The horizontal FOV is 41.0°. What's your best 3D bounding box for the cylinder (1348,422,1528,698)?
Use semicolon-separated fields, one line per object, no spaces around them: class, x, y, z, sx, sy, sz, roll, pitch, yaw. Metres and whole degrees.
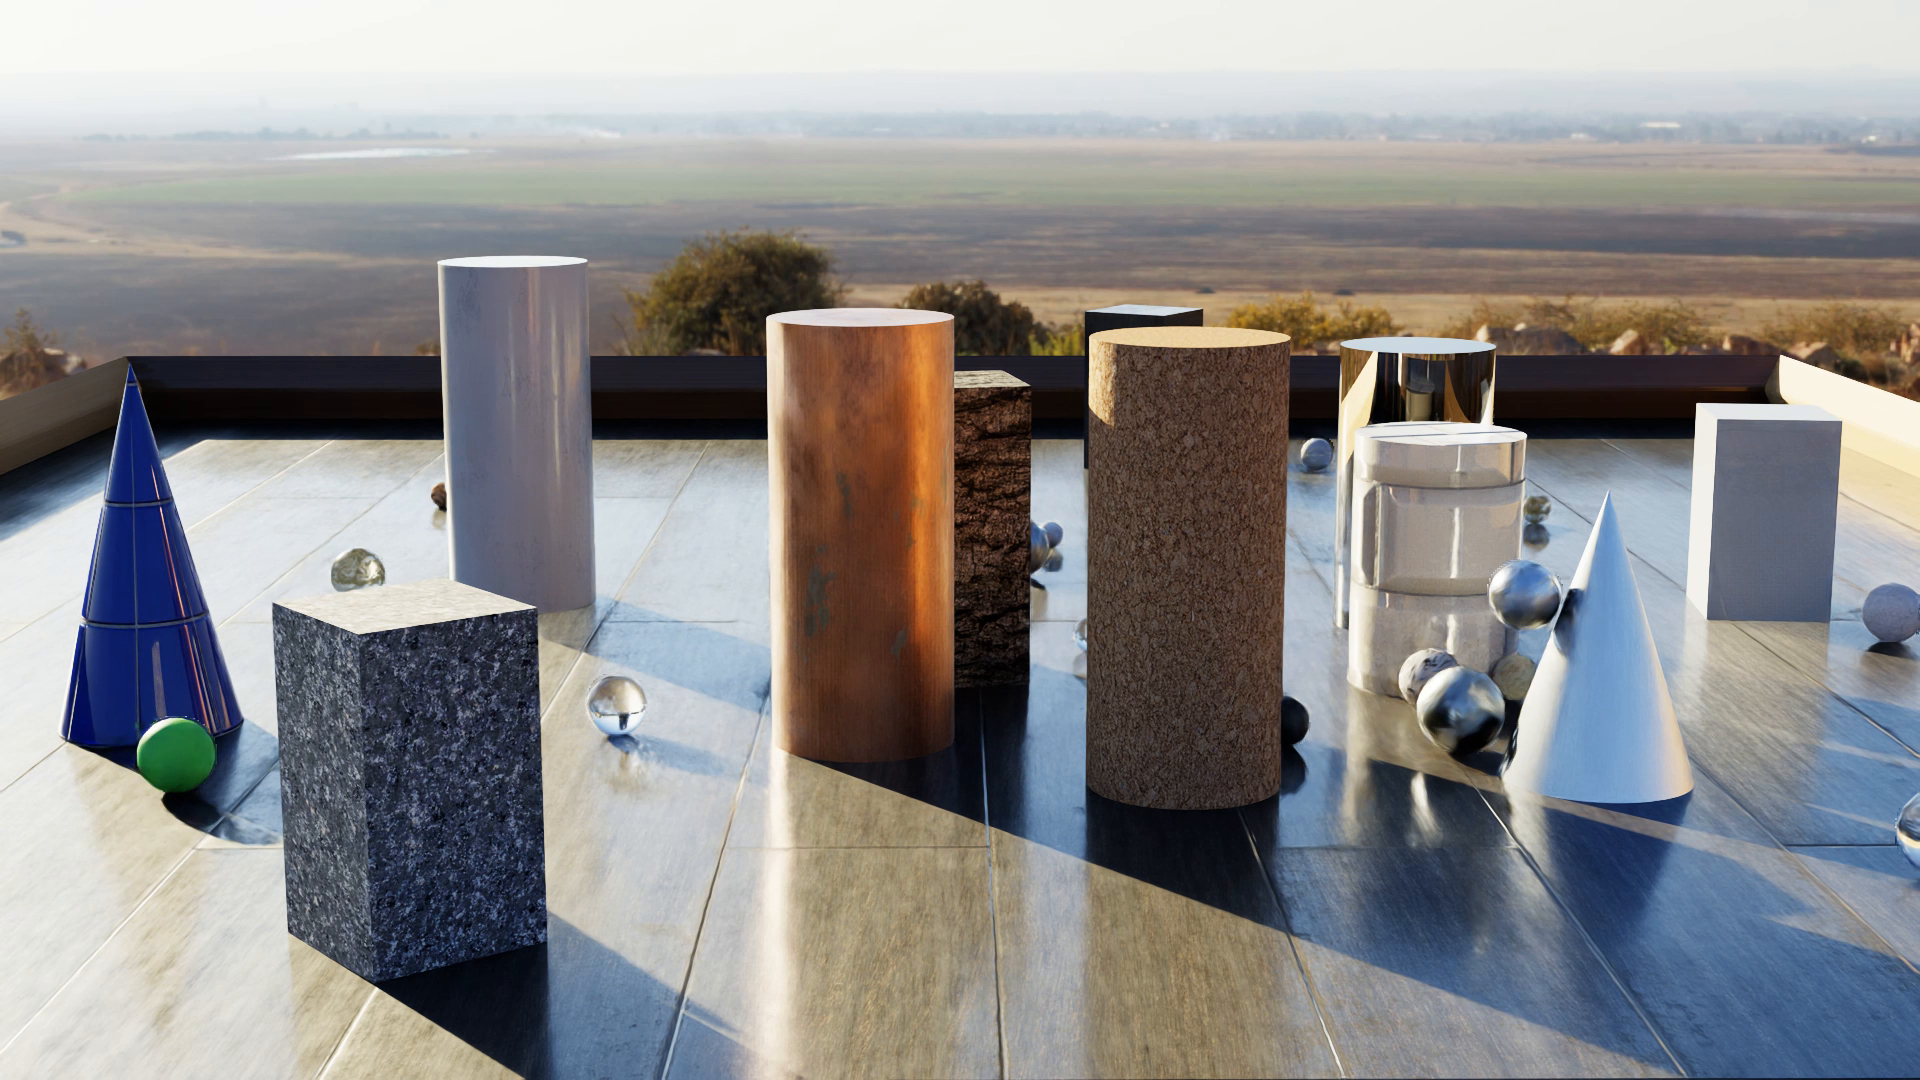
cylinder;0.566;0.022;3.049;0.200;0.300;0.200;0;10;0

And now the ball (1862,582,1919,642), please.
ball;1.194;0.093;3.281;0.076;0.076;0.076;0;10;0

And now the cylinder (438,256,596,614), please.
cylinder;-0.603;-0.146;3.502;0.200;0.466;0.200;0;10;0

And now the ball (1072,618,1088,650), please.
ball;0.163;0.118;3.232;0.043;0.043;0.043;0;10;0

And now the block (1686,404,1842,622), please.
block;1.083;-0.039;3.463;0.160;0.270;0.160;1;11;6

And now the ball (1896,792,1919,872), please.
ball;0.894;0.265;2.323;0.086;0.086;0.086;0;10;0

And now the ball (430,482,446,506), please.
ball;-0.864;-0.076;4.288;0.041;0.041;0.041;0;10;0

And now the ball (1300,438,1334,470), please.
ball;0.650;-0.156;4.674;0.059;0.059;0.059;0;10;0

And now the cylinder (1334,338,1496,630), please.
cylinder;0.595;-0.072;3.368;0.200;0.369;0.200;0;10;0

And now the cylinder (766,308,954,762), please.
cylinder;-0.106;-0.010;2.773;0.200;0.463;0.200;0;10;0

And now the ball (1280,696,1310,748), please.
ball;0.350;0.196;2.776;0.056;0.056;0.056;0;10;0

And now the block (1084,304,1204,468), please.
block;0.336;-0.278;4.701;0.160;0.288;0.160;6;12;31

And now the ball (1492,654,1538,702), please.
ball;0.643;0.159;2.971;0.055;0.055;0.055;0;10;0

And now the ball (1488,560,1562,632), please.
ball;0.581;0.057;2.638;0.073;0.073;0.073;0;10;0

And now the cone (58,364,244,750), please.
cone;-0.904;0.006;2.831;0.200;0.409;0.200;0;10;0

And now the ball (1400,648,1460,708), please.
ball;0.538;0.160;2.927;0.072;0.072;0.072;0;10;0

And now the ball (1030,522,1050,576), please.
ball;0.088;0.012;3.702;0.082;0.082;0.082;0;10;0

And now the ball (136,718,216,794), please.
ball;-0.795;0.219;2.600;0.076;0.076;0.076;0;10;0

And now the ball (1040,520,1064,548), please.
ball;0.138;-0.008;3.924;0.041;0.041;0.041;0;10;0

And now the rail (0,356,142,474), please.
rail;-1.703;0.035;3.439;0.045;0.130;3.888;0;10;0

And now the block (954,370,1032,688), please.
block;-0.011;-0.015;3.090;0.160;0.358;0.160;-2;11;-11

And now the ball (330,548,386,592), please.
ball;-0.829;0.048;3.530;0.074;0.074;0.074;0;10;0

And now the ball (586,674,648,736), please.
ball;-0.378;0.182;2.823;0.067;0.067;0.067;0;10;0

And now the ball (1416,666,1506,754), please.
ball;0.537;0.183;2.748;0.093;0.093;0.093;0;10;0

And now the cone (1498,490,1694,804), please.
cone;0.660;0.097;2.638;0.200;0.302;0.200;0;10;0

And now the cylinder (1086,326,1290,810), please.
cylinder;0.229;0.023;2.600;0.200;0.460;0.200;0;10;0

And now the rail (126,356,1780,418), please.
rail;-0.011;-0.316;5.337;3.454;0.130;0.045;0;10;0

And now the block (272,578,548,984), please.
block;-0.460;0.195;2.147;0.160;0.288;0.160;-8;13;-38

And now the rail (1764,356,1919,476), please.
rail;1.703;0.032;3.458;0.045;0.130;3.888;0;10;0

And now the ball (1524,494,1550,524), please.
ball;0.927;-0.050;4.131;0.047;0.047;0.047;0;10;0
